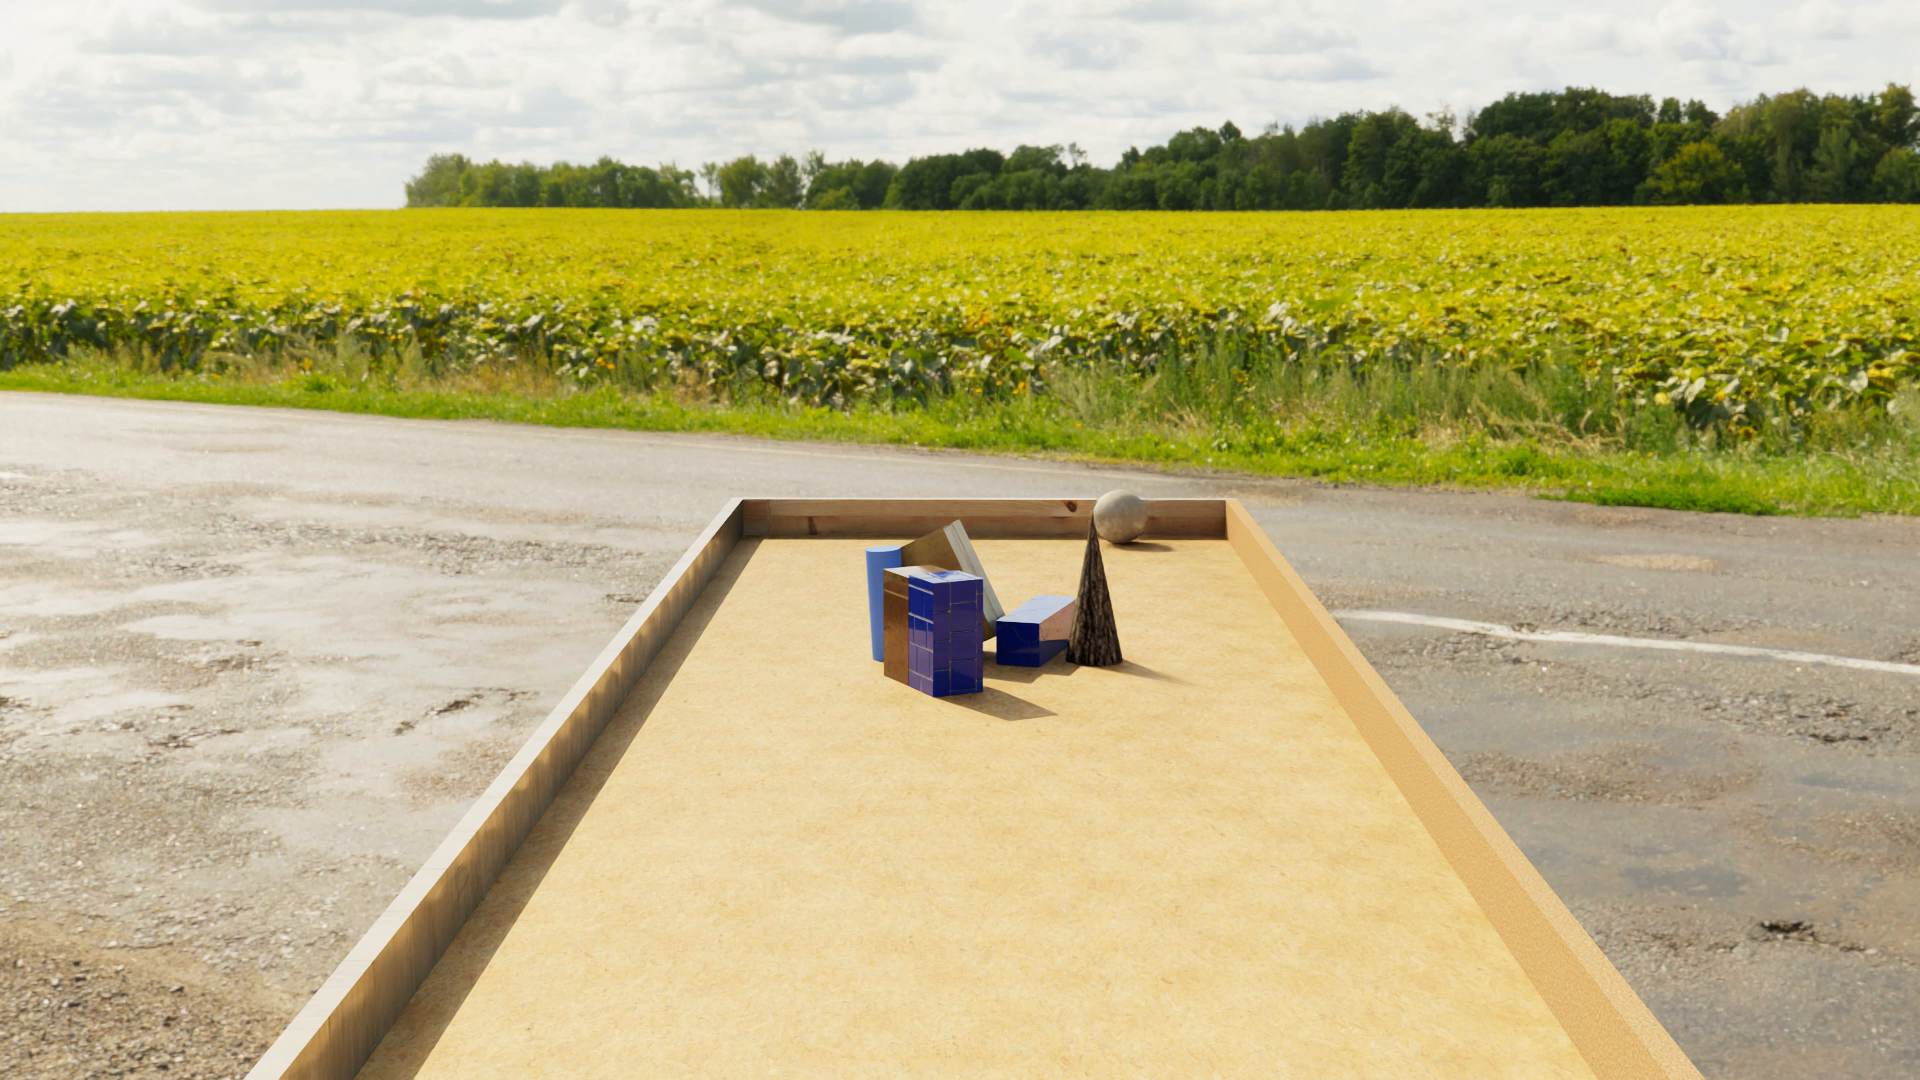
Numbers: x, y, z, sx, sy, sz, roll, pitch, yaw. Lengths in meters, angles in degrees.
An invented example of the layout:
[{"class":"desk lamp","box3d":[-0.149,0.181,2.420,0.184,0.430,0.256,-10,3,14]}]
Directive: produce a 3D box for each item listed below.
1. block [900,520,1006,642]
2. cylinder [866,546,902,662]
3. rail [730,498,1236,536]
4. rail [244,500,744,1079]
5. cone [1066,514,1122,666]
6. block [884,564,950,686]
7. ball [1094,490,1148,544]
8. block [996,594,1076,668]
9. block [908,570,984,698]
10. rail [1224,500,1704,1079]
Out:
[{"class":"block","box3d":[-0.021,0.149,6.767,0.173,0.368,0.173,-26,0,20]},{"class":"cylinder","box3d":[-0.224,0.192,6.696,0.108,0.338,0.108,-3,10,1]},{"class":"rail","box3d":[0.099,-0.098,9.147,2.100,0.150,0.050,0,9,1]},{"class":"rail","box3d":[-1.004,0.839,3.234,0.050,0.150,12.000,0,9,1]},{"class":"cone","box3d":[0.404,0.139,6.660,0.174,0.457,0.174,-1,9,0]},{"class":"block","box3d":[-0.116,0.248,6.427,0.159,0.318,0.159,-5,11,-28]},{"class":"ball","box3d":[0.649,-0.094,8.906,0.219,0.219,0.219,0,9,0]},{"class":"block","box3d":[0.244,0.279,6.820,0.135,0.135,0.459,3,9,18]},{"class":"block","box3d":[-0.041,0.266,6.283,0.158,0.328,0.158,-5,10,-27]},{"class":"rail","box3d":[1.046,0.843,3.208,0.050,0.150,12.000,0,9,1]}]
